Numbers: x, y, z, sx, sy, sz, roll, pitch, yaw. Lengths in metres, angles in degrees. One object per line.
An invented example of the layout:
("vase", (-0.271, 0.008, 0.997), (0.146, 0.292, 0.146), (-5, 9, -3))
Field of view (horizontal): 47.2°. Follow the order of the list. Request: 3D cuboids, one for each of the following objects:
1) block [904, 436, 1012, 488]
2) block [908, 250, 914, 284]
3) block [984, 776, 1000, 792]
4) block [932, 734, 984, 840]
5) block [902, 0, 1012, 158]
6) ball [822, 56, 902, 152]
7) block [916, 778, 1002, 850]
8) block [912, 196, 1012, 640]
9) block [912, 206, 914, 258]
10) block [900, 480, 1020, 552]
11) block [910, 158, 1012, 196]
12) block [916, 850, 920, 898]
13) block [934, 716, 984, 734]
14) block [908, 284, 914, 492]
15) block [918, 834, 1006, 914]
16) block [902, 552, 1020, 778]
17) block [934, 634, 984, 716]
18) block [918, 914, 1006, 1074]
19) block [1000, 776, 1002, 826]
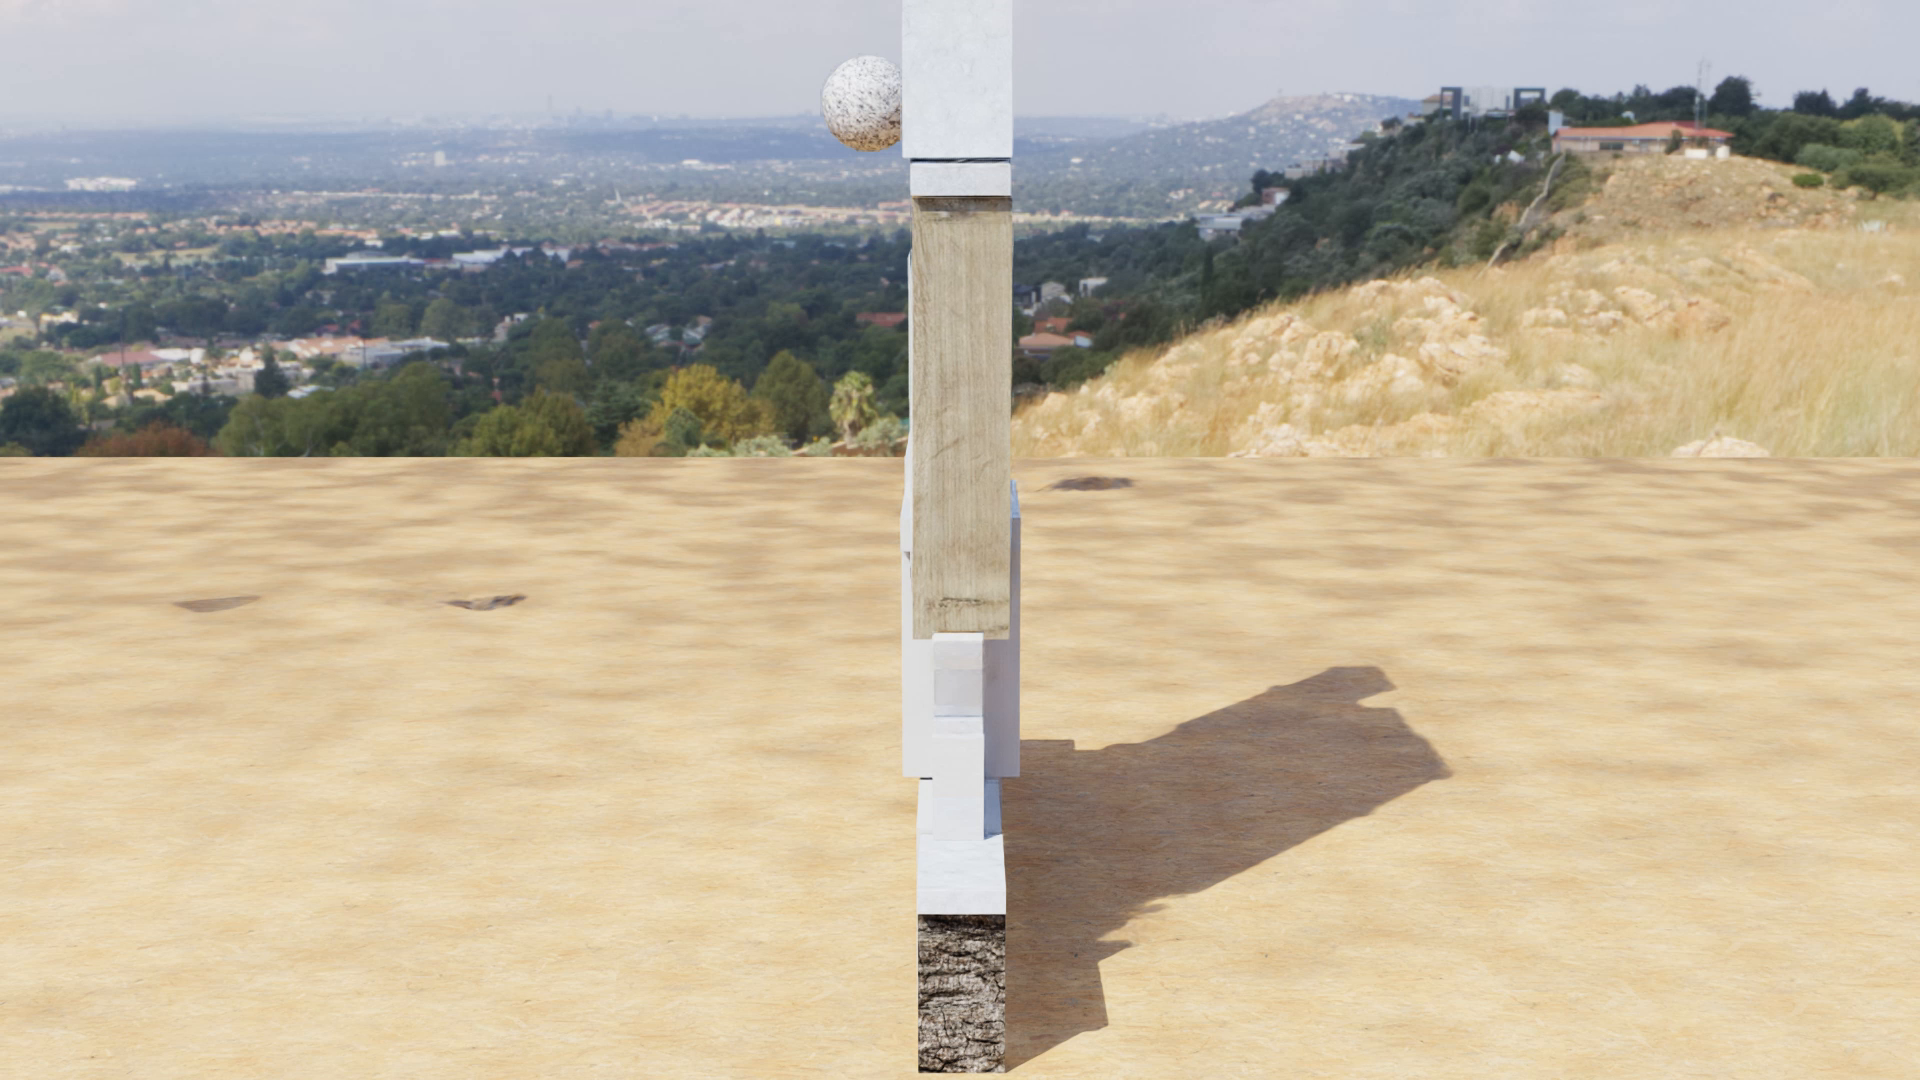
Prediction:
("block", (-0.003, -0.140, 3.777), (0.174, 0.049, 0.348), (0, 10, 0))
("block", (-0.006, -0.444, 3.545), (0.148, 0.042, 0.296), (0, 11, 0))
("block", (0.000, 0.354, 3.496), (0.123, 0.035, 0.246), (0, 11, 0))
("block", (-0.002, 0.348, 3.097), (0.071, 0.150, 0.020), (0, 11, 0))
("block", (-0.004, -0.684, 3.046), (0.152, 0.303, 0.043), (0, 12, 0))
("ball", (-0.280, -1.343, 6.773), (0.292, 0.292, 0.292), (0, 11, 0))
("block", (-0.002, 0.405, 3.252), (0.121, 0.034, 0.241), (0, 11, 0))
("block", (0.003, -0.171, 3.141), (0.139, 0.633, 0.039), (0, 11, 0))
("block", (-0.006, -0.565, 3.354), (0.133, 0.266, 0.038), (0, 11, 0))
("block", (0.001, -0.040, 3.431), (0.179, 0.051, 0.357), (0, 11, 0))
("block", (0.001, -0.546, 3.168), (0.139, 0.039, 0.278), (0, 21, 0))
("block", (-0.002, 0.555, 3.199), (0.121, 0.241, 0.034), (0, 11, 0))
("block", (-0.002, 0.327, 3.187), (0.071, 0.142, 0.020), (0, 12, 0))
("block", (-0.006, -0.243, 3.482), (0.148, 0.330, 0.042), (0, 11, 0))
("block", (0.002, 0.457, 3.015), (0.117, 0.033, 0.234), (0, 11, 0))
("block", (0.002, 0.182, 3.352), (0.179, 0.357, 0.051), (0, 11, 0))
("block", (-0.002, 0.201, 3.165), (0.071, 0.142, 0.020), (0, 28, 0))
("block", (0.002, 0.602, 2.963), (0.117, 0.234, 0.033), (0, 11, 0))
("block", (0.003, 0.409, 3.867), (0.142, 0.284, 0.040), (0, 11, 0))
